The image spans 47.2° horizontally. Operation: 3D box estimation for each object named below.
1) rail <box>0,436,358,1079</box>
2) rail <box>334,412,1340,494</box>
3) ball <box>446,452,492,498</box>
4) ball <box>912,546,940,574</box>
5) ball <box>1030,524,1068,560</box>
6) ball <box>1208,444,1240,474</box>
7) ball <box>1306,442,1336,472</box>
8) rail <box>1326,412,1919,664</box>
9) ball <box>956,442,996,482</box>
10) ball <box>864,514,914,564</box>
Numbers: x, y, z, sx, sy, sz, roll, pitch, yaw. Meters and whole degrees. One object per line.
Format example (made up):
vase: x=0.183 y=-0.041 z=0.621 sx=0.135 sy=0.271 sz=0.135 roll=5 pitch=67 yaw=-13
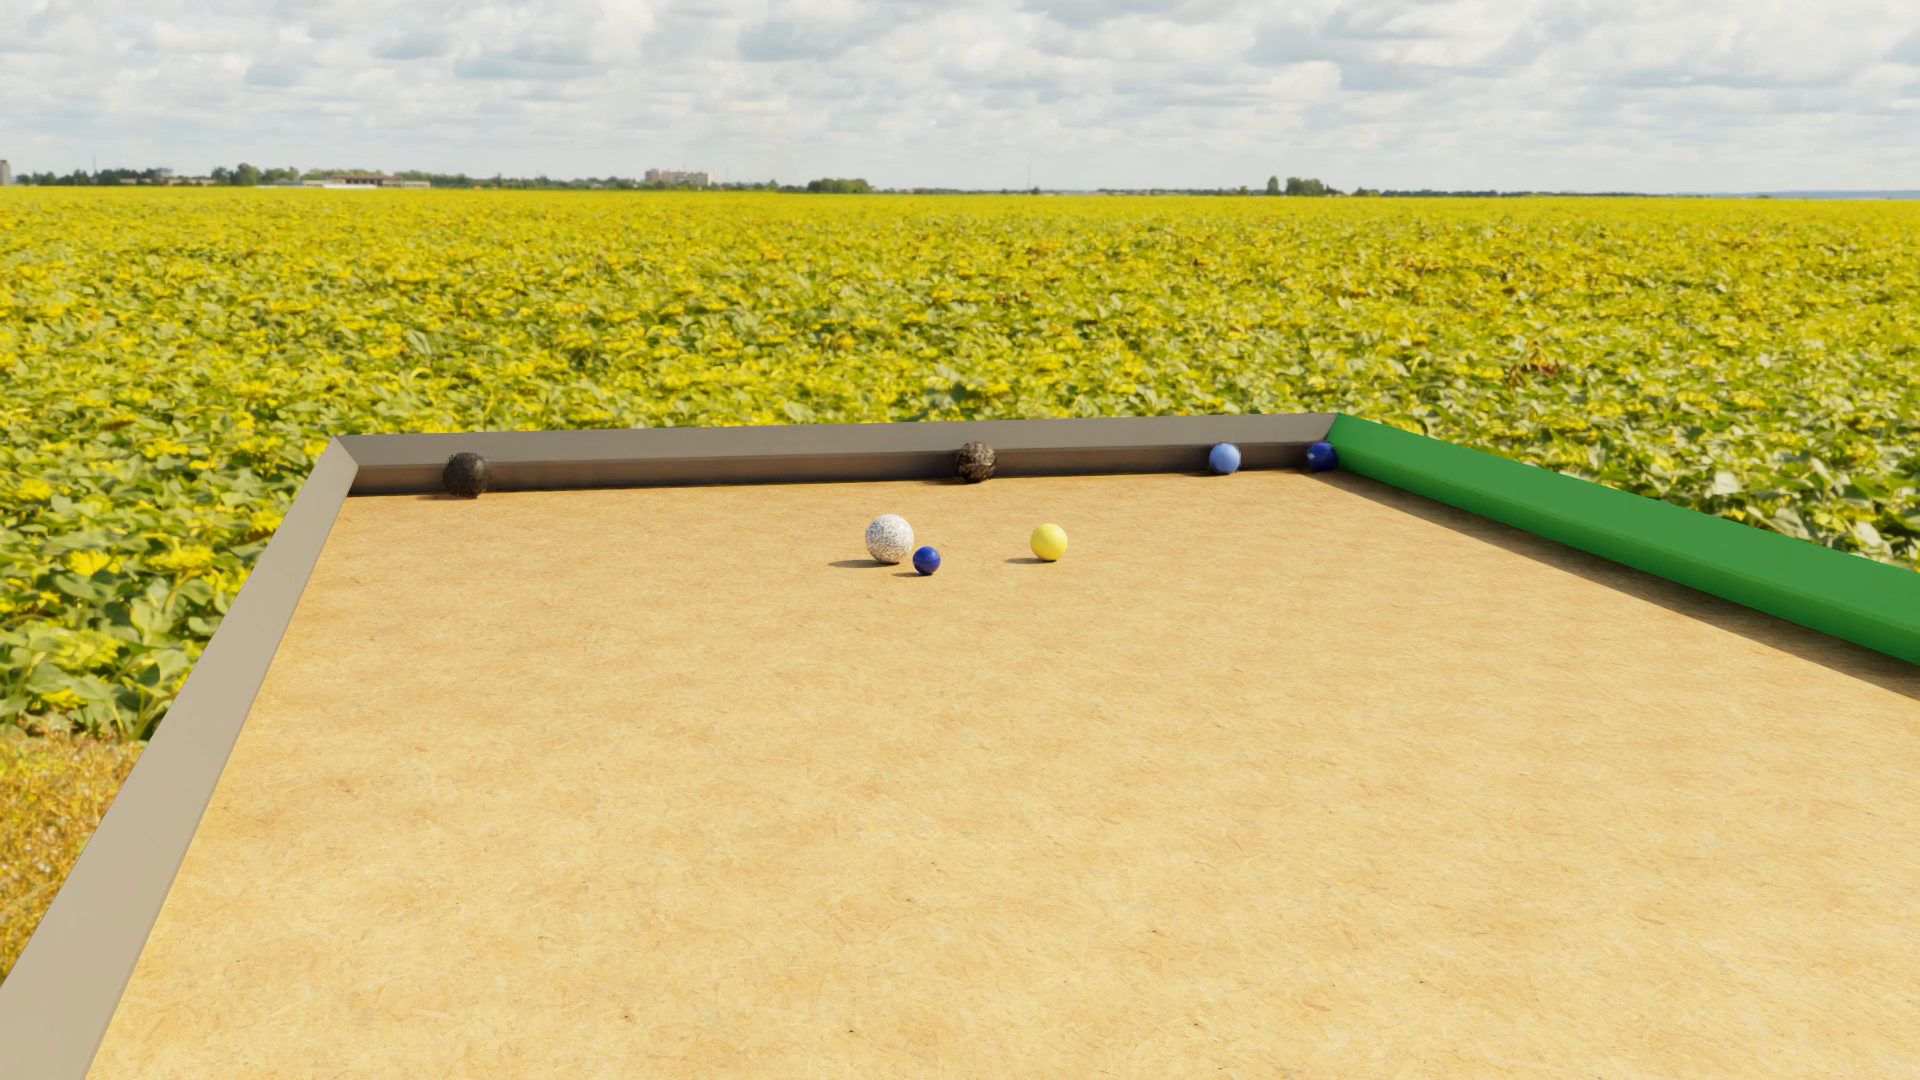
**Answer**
rail: x=-0.741 y=0.159 z=2.241 sx=0.045 sy=0.108 sz=3.730 roll=-2 pitch=10 yaw=-12
rail: x=-0.188 y=-0.167 z=4.213 sx=1.956 sy=0.108 sz=0.045 roll=-2 pitch=10 yaw=-12
ball: x=-0.895 y=-0.119 z=4.005 sx=0.083 sy=0.083 sz=0.083 roll=0 pitch=9 yaw=0
ball: x=-0.049 y=0.030 z=3.231 sx=0.042 sy=0.042 sz=0.042 roll=0 pitch=9 yaw=0
ball: x=0.135 y=0.003 z=3.346 sx=0.057 sy=0.057 sz=0.057 roll=0 pitch=9 yaw=0
ball: x=0.518 y=-0.158 z=4.312 sx=0.061 sy=0.061 sz=0.061 roll=0 pitch=9 yaw=0
ball: x=0.715 y=-0.164 z=4.349 sx=0.060 sy=0.060 sz=0.060 roll=0 pitch=9 yaw=0
rail: x=1.126 y=0.095 z=2.630 sx=0.045 sy=0.108 sz=3.730 roll=-2 pitch=10 yaw=-12
ball: x=0.030 y=-0.148 z=4.201 sx=0.078 sy=0.078 sz=0.078 roll=0 pitch=9 yaw=0
ball: x=-0.107 y=-0.002 z=3.322 sx=0.075 sy=0.075 sz=0.075 roll=0 pitch=9 yaw=0
